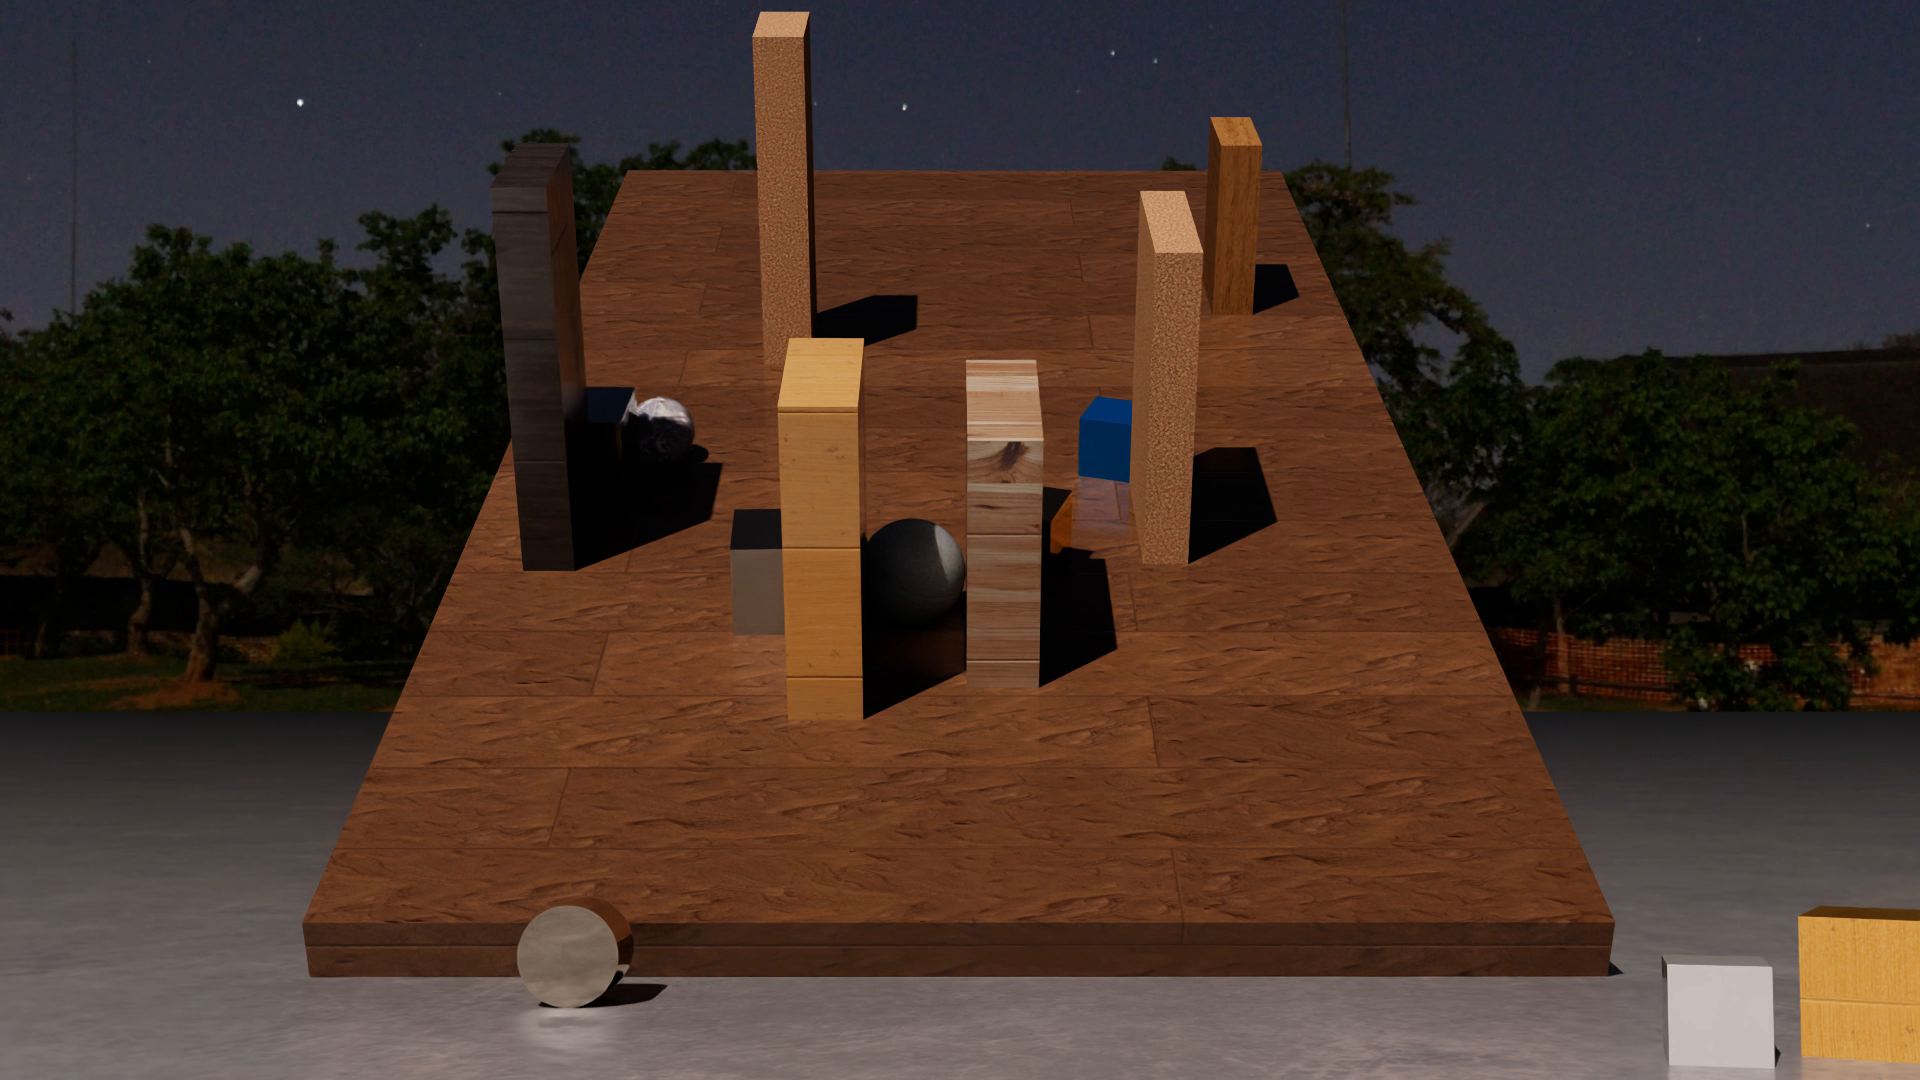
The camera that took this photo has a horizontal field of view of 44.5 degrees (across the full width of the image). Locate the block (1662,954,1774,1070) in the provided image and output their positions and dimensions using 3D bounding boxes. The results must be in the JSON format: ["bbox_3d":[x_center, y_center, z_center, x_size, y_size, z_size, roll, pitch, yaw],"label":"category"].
[{"bbox_3d":[0.894,0.555,2.773,0.116,0.116,0.116,-1,-4,13],"label":"block"}]

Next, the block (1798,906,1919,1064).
[{"bbox_3d":[1.116,0.535,2.838,0.165,0.165,0.165,-2,-5,28],"label":"block"}]

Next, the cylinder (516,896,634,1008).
[{"bbox_3d":[-0.543,0.582,3.321,0.141,0.141,0.141,0,-3,1],"label":"cylinder"}]

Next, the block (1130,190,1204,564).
[{"bbox_3d":[0.412,-0.331,4.741,0.090,0.653,0.395,0,25,0],"label":"block"}]

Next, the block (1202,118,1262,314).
[{"bbox_3d":[0.700,-0.837,6.050,0.103,0.446,0.265,0,25,0],"label":"block"}]

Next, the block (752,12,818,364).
[{"bbox_3d":[-0.417,-0.843,5.645,0.116,0.799,0.255,0,25,0],"label":"block"}]

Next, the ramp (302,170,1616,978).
[{"bbox_3d":[-0.009,-0.229,5.403,2.000,0.100,4.000,0,25,0],"label":"ramp"}]

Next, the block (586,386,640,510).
[{"bbox_3d":[-0.798,-0.197,4.984,0.197,0.197,0.197,1,25,1],"label":"block"}]

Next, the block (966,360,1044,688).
[{"bbox_3d":[0.077,-0.035,4.311,0.131,0.484,0.387,0,25,0],"label":"block"}]

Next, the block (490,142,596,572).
[{"bbox_3d":[-0.817,-0.358,4.633,0.103,0.789,0.297,0,25,0],"label":"block"}]

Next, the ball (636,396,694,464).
[{"bbox_3d":[-0.654,-0.240,5.135,0.146,0.146,0.146,0,-4,0],"label":"ball"}]

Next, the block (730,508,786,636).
[{"bbox_3d":[-0.340,0.060,4.466,0.180,0.180,0.180,-1,25,-2],"label":"block"}]

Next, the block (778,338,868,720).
[{"bbox_3d":[-0.237,-0.021,4.152,0.133,0.595,0.322,0,25,0],"label":"block"}]

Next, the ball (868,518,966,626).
[{"bbox_3d":[-0.091,0.061,4.438,0.203,0.203,0.203,0,-4,0],"label":"ball"}]

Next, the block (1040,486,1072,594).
[{"bbox_3d":[0.124,-0.007,4.635,0.156,0.156,0.156,8,26,16],"label":"block"}]

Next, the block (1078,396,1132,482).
[{"bbox_3d":[0.342,-0.218,5.108,0.134,0.134,0.134,8,27,17],"label":"block"}]
